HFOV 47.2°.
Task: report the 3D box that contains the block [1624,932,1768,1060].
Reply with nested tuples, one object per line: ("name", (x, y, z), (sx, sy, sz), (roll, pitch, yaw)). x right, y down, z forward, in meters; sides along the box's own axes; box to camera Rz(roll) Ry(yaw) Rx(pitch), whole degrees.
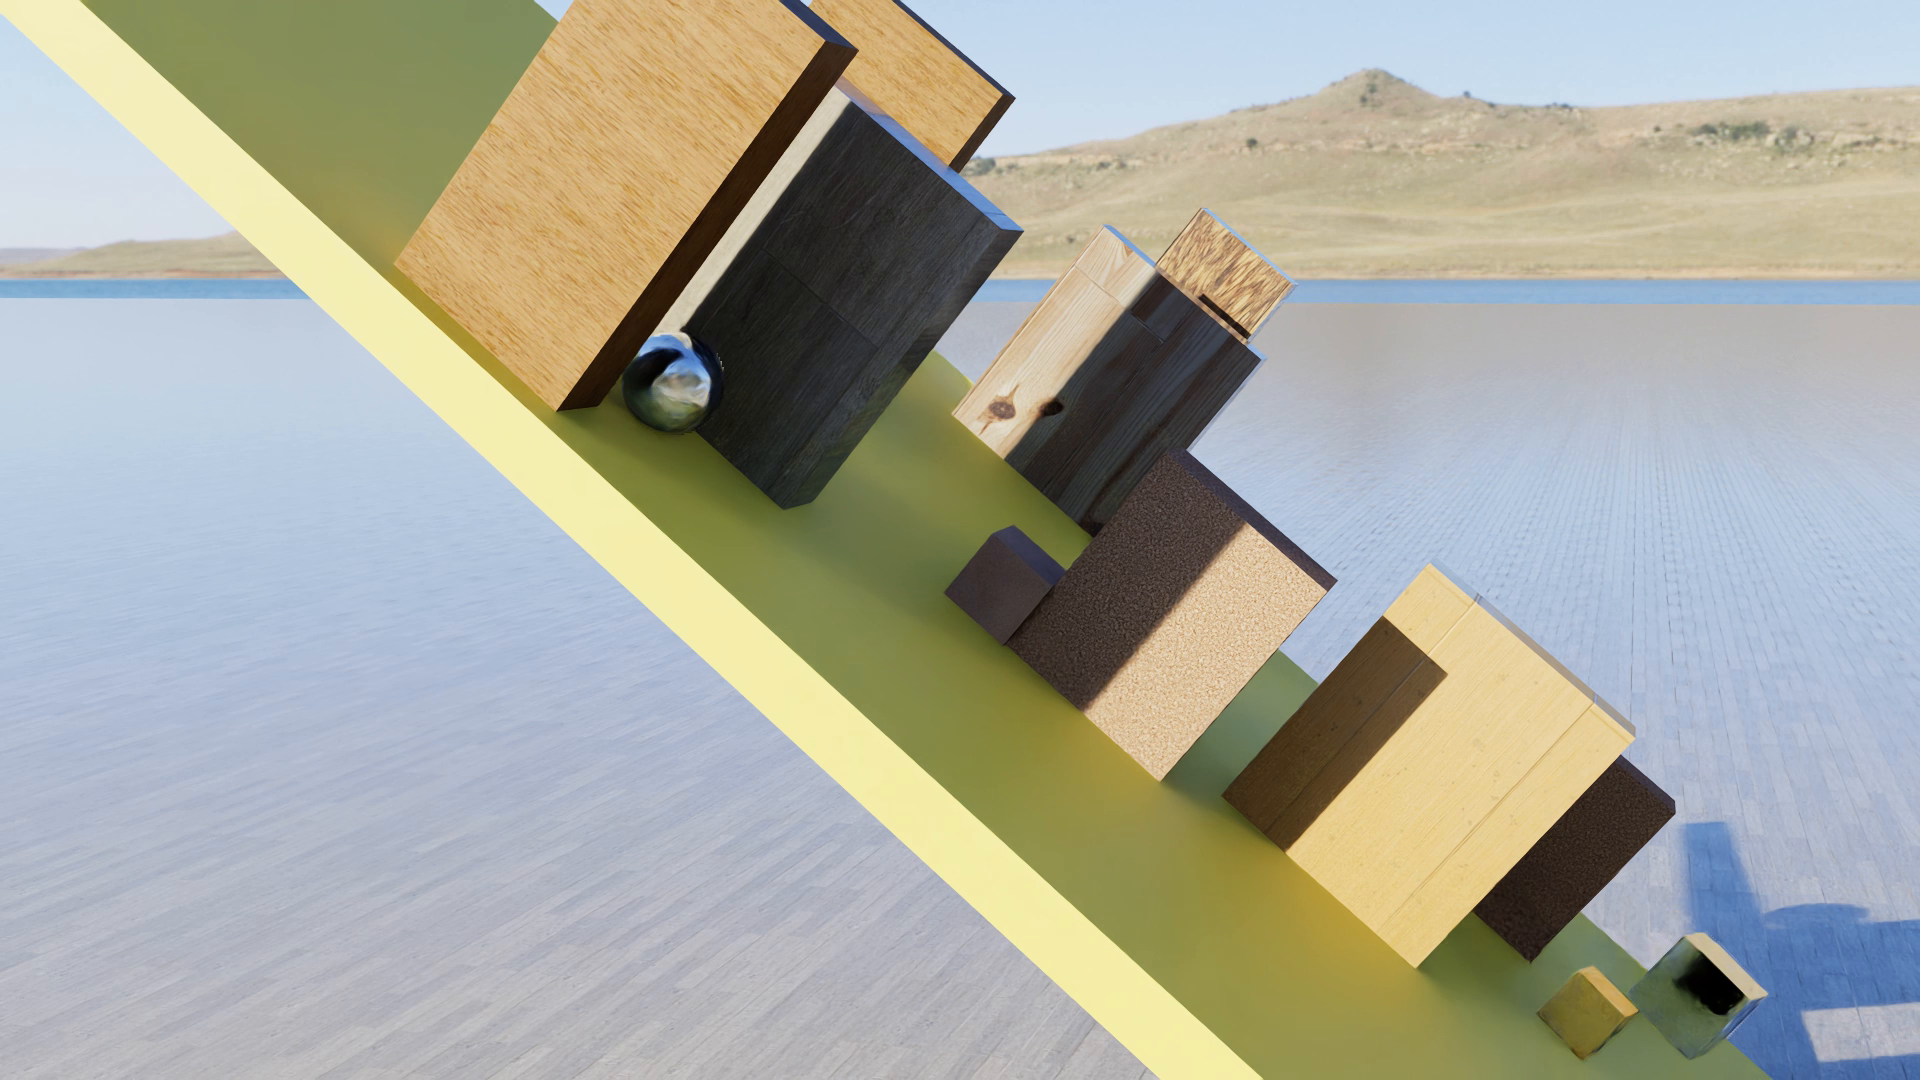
("block", (1.498, 0.924, 4.468), (0.174, 0.174, 0.174), (48, 18, 27))

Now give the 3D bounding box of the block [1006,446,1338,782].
("block", (0.352, 0.121, 3.673), (0.344, 0.426, 0.134), (42, 16, 9))

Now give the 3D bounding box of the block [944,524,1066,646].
("block", (0.083, 0.075, 3.735), (0.134, 0.134, 0.134), (42, 16, 9))

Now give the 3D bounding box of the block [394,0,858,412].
("block", (-0.493, -0.556, 3.212), (0.338, 0.670, 0.139), (42, 16, 9))

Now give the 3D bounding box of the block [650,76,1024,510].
("block", (-0.252, -0.412, 3.527), (0.438, 0.572, 0.132), (42, 16, 9))

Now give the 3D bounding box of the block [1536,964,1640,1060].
("block", (1.136, 0.854, 3.977), (0.113, 0.113, 0.113), (47, 18, 25))

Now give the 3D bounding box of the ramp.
("ramp", (-0.002, 0.050, 4.041), (4.000, 0.100, 2.000), (42, 16, 9))

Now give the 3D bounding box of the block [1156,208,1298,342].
("block", (0.430, -0.393, 4.832), (0.260, 0.646, 0.082), (42, 16, 9))

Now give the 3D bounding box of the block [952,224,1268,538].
("block", (0.310, -0.323, 4.620), (0.435, 0.514, 0.085), (42, 16, 9))

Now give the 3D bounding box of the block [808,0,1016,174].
("block", (-0.255, -0.689, 4.112), (0.394, 0.658, 0.093), (42, 16, 9))

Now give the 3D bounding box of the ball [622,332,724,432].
("ball", (-0.445, -0.244, 3.404), (0.156, 0.156, 0.156), (0, 7, 0))

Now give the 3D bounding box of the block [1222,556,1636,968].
("block", (0.789, 0.377, 3.733), (0.435, 0.541, 0.097), (42, 16, 9))

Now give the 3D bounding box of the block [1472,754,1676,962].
("block", (1.118, 0.556, 4.222), (0.294, 0.401, 0.106), (42, 16, 9))
